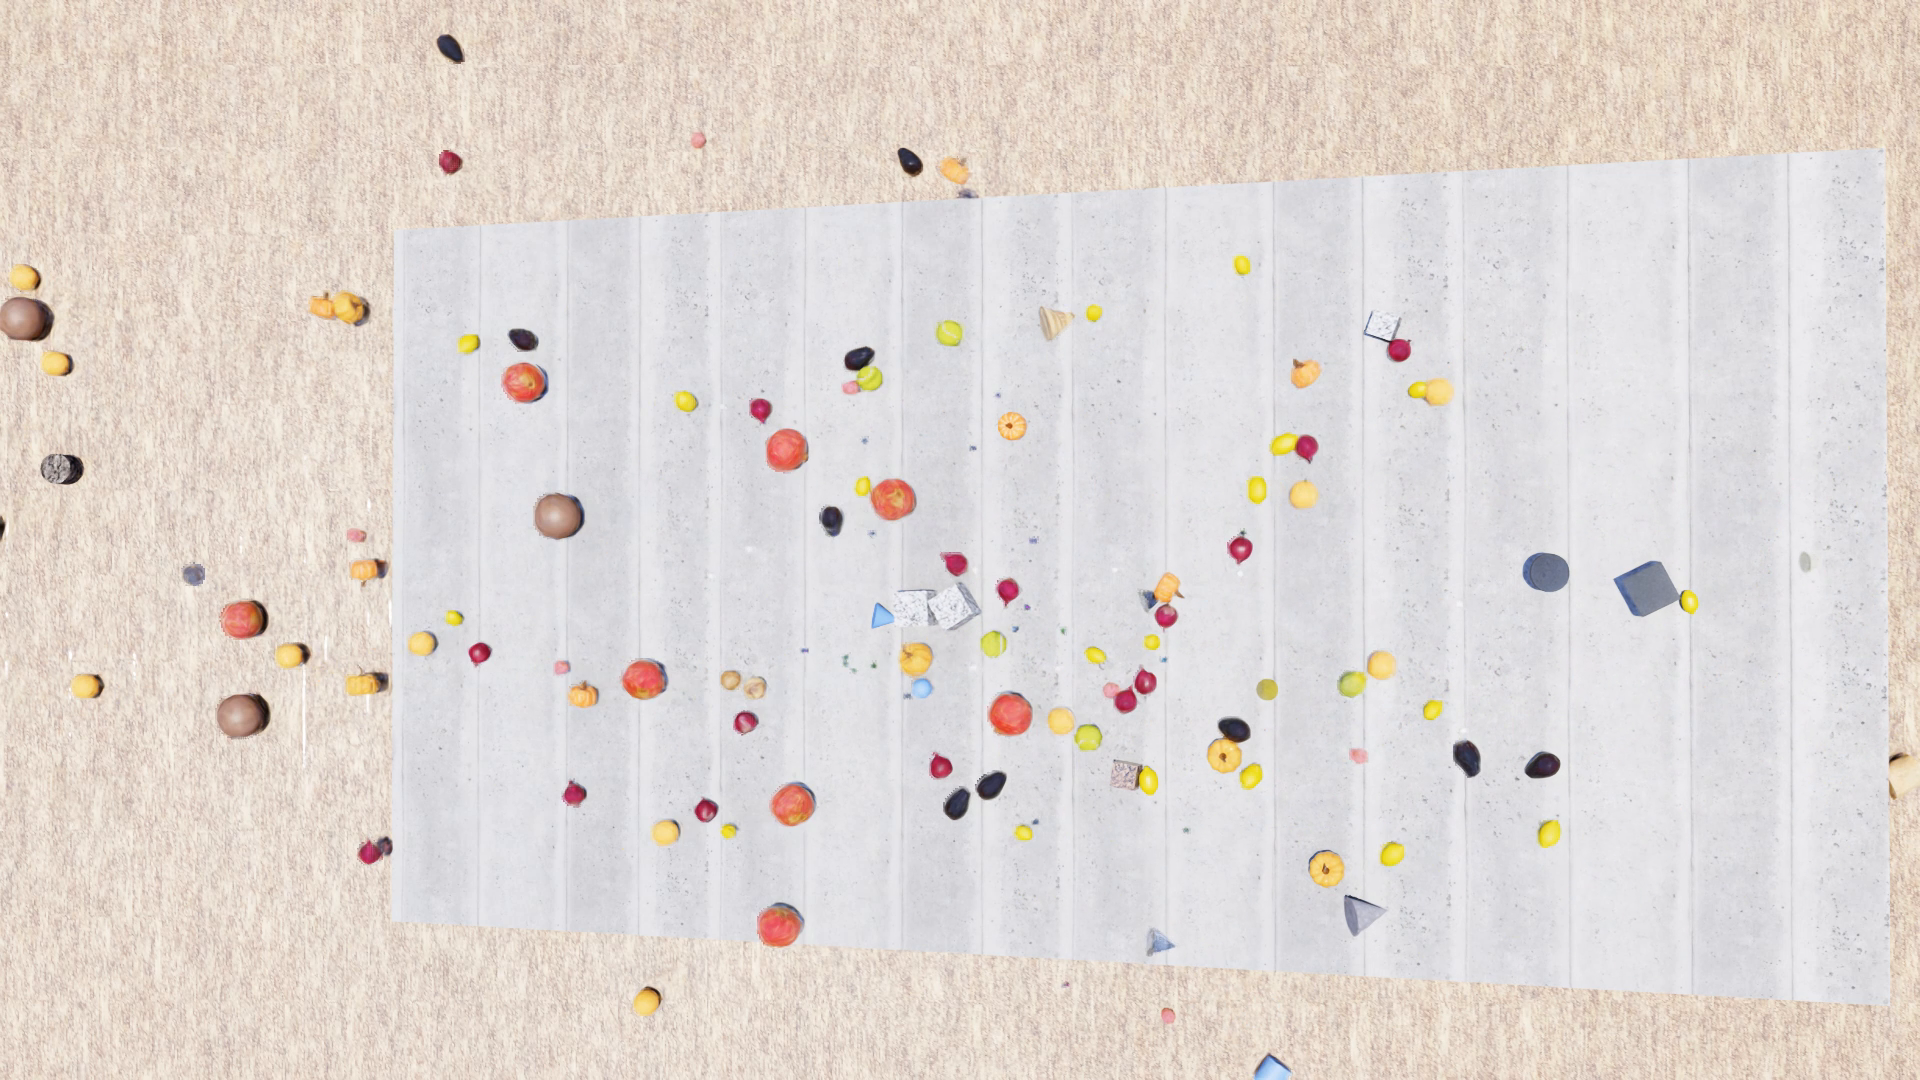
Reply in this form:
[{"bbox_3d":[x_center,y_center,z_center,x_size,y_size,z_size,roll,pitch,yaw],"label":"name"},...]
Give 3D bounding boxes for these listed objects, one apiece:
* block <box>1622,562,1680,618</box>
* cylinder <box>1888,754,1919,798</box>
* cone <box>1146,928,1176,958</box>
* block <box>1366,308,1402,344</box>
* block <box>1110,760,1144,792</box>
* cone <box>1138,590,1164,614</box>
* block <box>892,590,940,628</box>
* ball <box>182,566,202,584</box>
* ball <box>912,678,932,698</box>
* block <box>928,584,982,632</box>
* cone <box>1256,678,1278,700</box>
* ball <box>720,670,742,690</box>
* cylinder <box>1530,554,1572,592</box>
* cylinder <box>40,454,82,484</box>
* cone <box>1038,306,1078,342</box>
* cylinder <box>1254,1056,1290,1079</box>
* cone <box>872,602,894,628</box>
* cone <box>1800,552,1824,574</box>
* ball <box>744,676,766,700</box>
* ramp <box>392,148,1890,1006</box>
[{"bbox_3d":[1.649,0.118,5.241,0.099,0.099,0.099,-29,81,16],"label":"block"},{"bbox_3d":[2.736,0.687,6.400,0.098,0.098,0.098,-29,89,0],"label":"cylinder"},{"bbox_3d":[0.521,1.036,5.629,0.073,0.073,0.073,9,89,-9],"label":"cone"},{"bbox_3d":[1.053,-0.532,5.462,0.064,0.064,0.064,21,96,17],"label":"block"},{"bbox_3d":[0.428,0.605,5.649,0.064,0.064,0.064,10,92,18],"label":"block"},{"bbox_3d":[0.501,0.148,5.650,0.065,0.065,0.065,-19,89,-10],"label":"cone"},{"bbox_3d":[-0.116,0.182,5.817,0.093,0.093,0.093,-3,88,18],"label":"block"},{"bbox_3d":[-2.245,0.102,6.429,0.056,0.056,0.056,0,89,0],"label":"ball"},{"bbox_3d":[-0.101,0.394,5.830,0.053,0.053,0.053,0,89,0],"label":"ball"},{"bbox_3d":[-0.013,0.177,5.785,0.090,0.090,0.090,-33,80,15],"label":"block"},{"bbox_3d":[0.770,0.379,5.545,0.057,0.057,0.057,0,89,18],"label":"cone"},{"bbox_3d":[-0.626,0.381,5.999,0.056,0.056,0.056,0,89,0],"label":"ball"},{"bbox_3d":[1.427,0.079,5.316,0.093,0.093,0.093,0,89,18],"label":"cylinder"},{"bbox_3d":[-2.623,-0.206,6.418,0.087,0.087,0.087,0,89,0],"label":"cylinder"},{"bbox_3d":[0.263,-0.575,5.731,0.093,0.093,0.093,-16,89,-10],"label":"cone"},{"bbox_3d":[0.907,1.555,6.399,0.077,0.077,0.077,36,89,0],"label":"cylinder"},{"bbox_3d":[-0.194,0.208,5.874,0.071,0.071,0.071,10,89,-9],"label":"cone"},{"bbox_3d":[2.009,0.053,5.165,0.051,0.051,0.051,-2,89,-9],"label":"cone"},{"bbox_3d":[-0.557,0.403,5.973,0.063,0.063,0.063,0,89,0],"label":"ball"},{"bbox_3d":[0.276,0.093,5.792,4.000,0.100,2.000,0,89,18],"label":"ramp"}]
